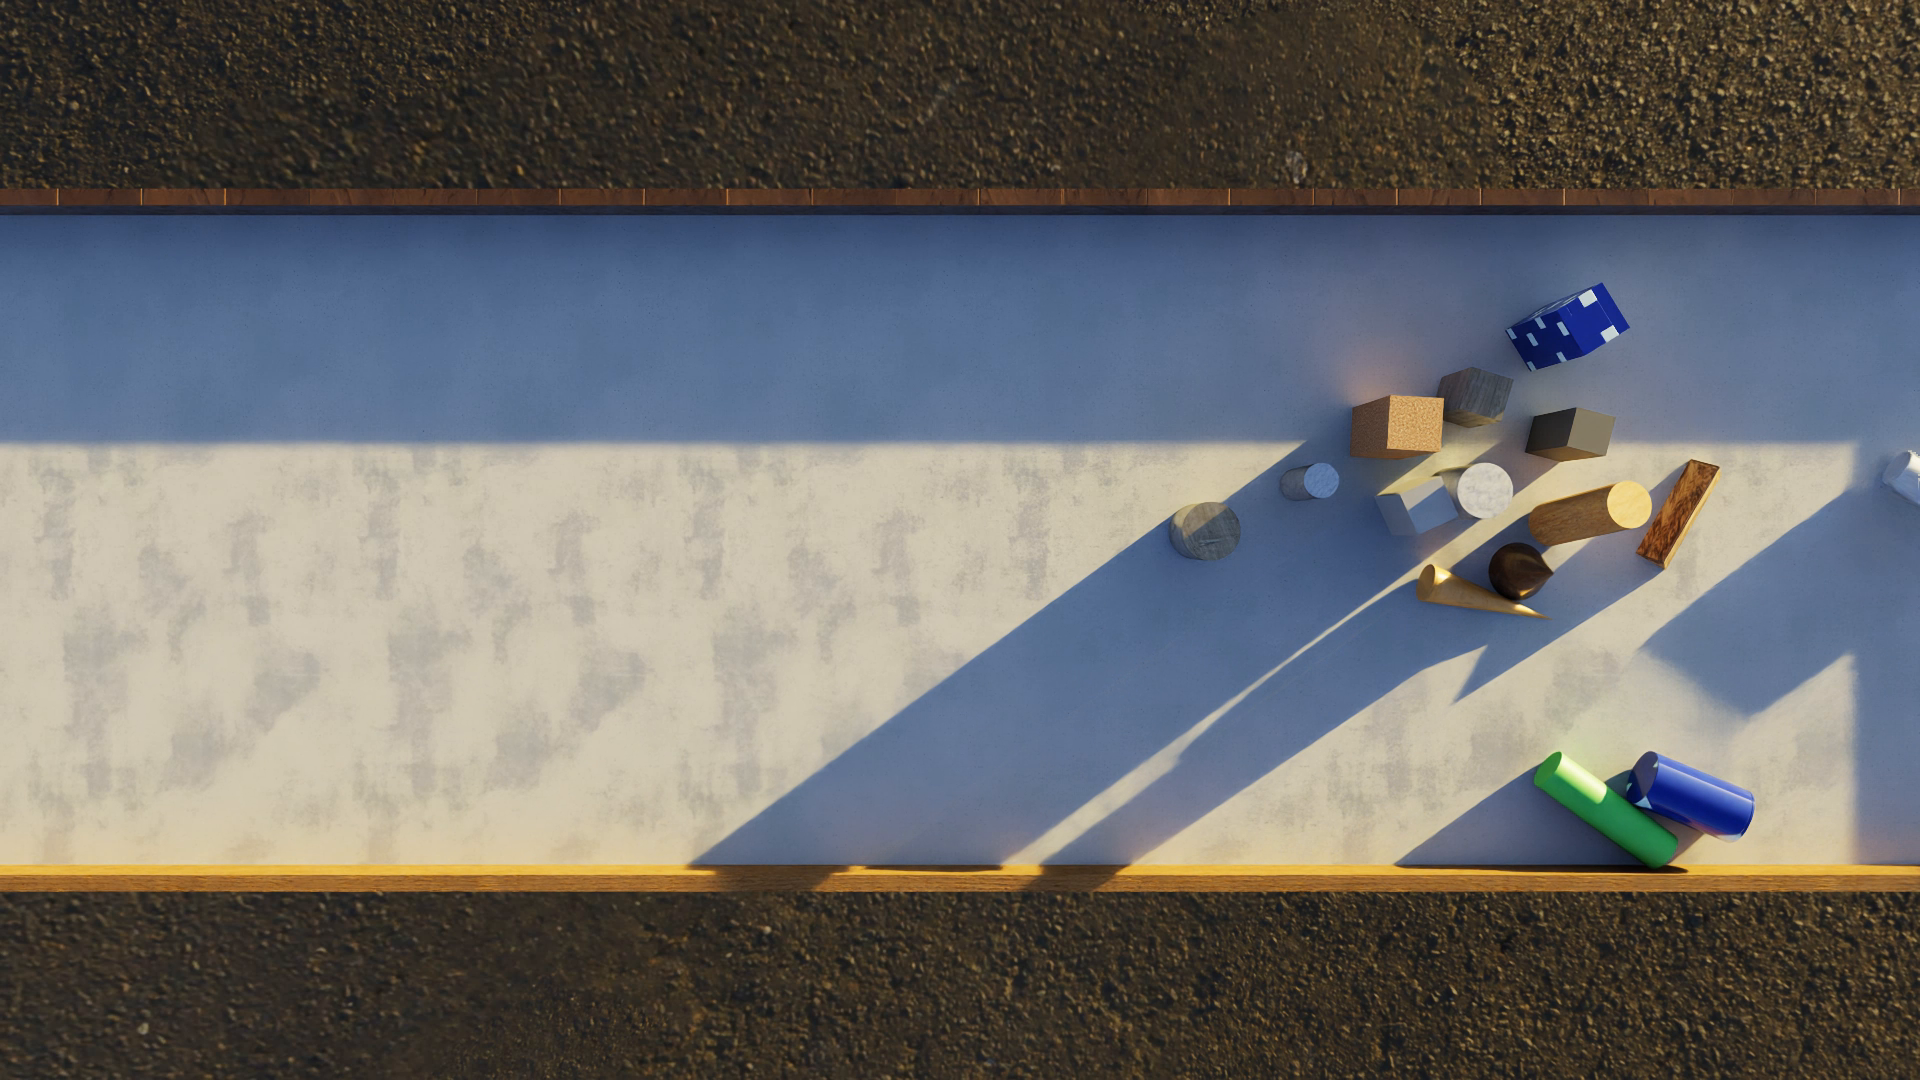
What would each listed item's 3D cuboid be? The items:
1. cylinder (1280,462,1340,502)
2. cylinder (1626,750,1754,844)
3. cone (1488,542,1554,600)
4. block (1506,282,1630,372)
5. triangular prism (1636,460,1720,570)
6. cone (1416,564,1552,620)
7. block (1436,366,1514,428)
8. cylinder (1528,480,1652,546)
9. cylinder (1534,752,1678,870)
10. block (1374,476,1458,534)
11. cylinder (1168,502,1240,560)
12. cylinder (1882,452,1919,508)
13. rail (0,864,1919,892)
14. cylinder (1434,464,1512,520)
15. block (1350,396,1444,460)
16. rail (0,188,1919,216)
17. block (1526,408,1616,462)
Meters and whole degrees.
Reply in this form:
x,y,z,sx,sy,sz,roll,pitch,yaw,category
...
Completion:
x,y,z,sx,sy,sz,roll,pitch,yaw,category
1.035,-0.170,4.898,0.101,0.356,0.101,0,90,0,cylinder
2.209,0.777,4.991,0.313,0.171,0.171,22,90,0,cylinder
1.716,0.097,4.919,0.178,0.315,0.178,0,90,0,cone
1.780,-0.621,4.855,0.150,0.443,0.150,-32,90,0,block
2.209,-0.078,5.028,0.105,0.091,0.334,31,90,0,triangular prism
1.624,0.188,5.047,0.434,0.118,0.118,16,90,-8,cone
1.525,-0.423,4.926,0.127,0.300,0.127,17,90,0,block
1.843,-0.074,4.844,0.135,0.447,0.135,1,83,-9,cylinder
1.961,0.822,5.013,0.432,0.127,0.127,36,90,0,cylinder
1.358,-0.101,4.921,0.130,0.310,0.130,-24,90,1,block
0.727,-0.026,4.924,0.171,0.305,0.171,0,90,0,cylinder
3.013,-0.110,5.019,0.394,0.115,0.115,34,90,0,cylinder
-2.247,1.025,5.001,12.000,0.150,0.050,0,90,0,rail
1.511,-0.142,4.908,0.160,0.336,0.160,0,90,0,cylinder
1.279,-0.328,4.854,0.151,0.445,0.151,3,90,0,block
-2.247,-1.025,5.002,12.000,0.150,0.050,0,90,0,rail
1.809,-0.310,4.900,0.115,0.353,0.115,15,90,0,block
